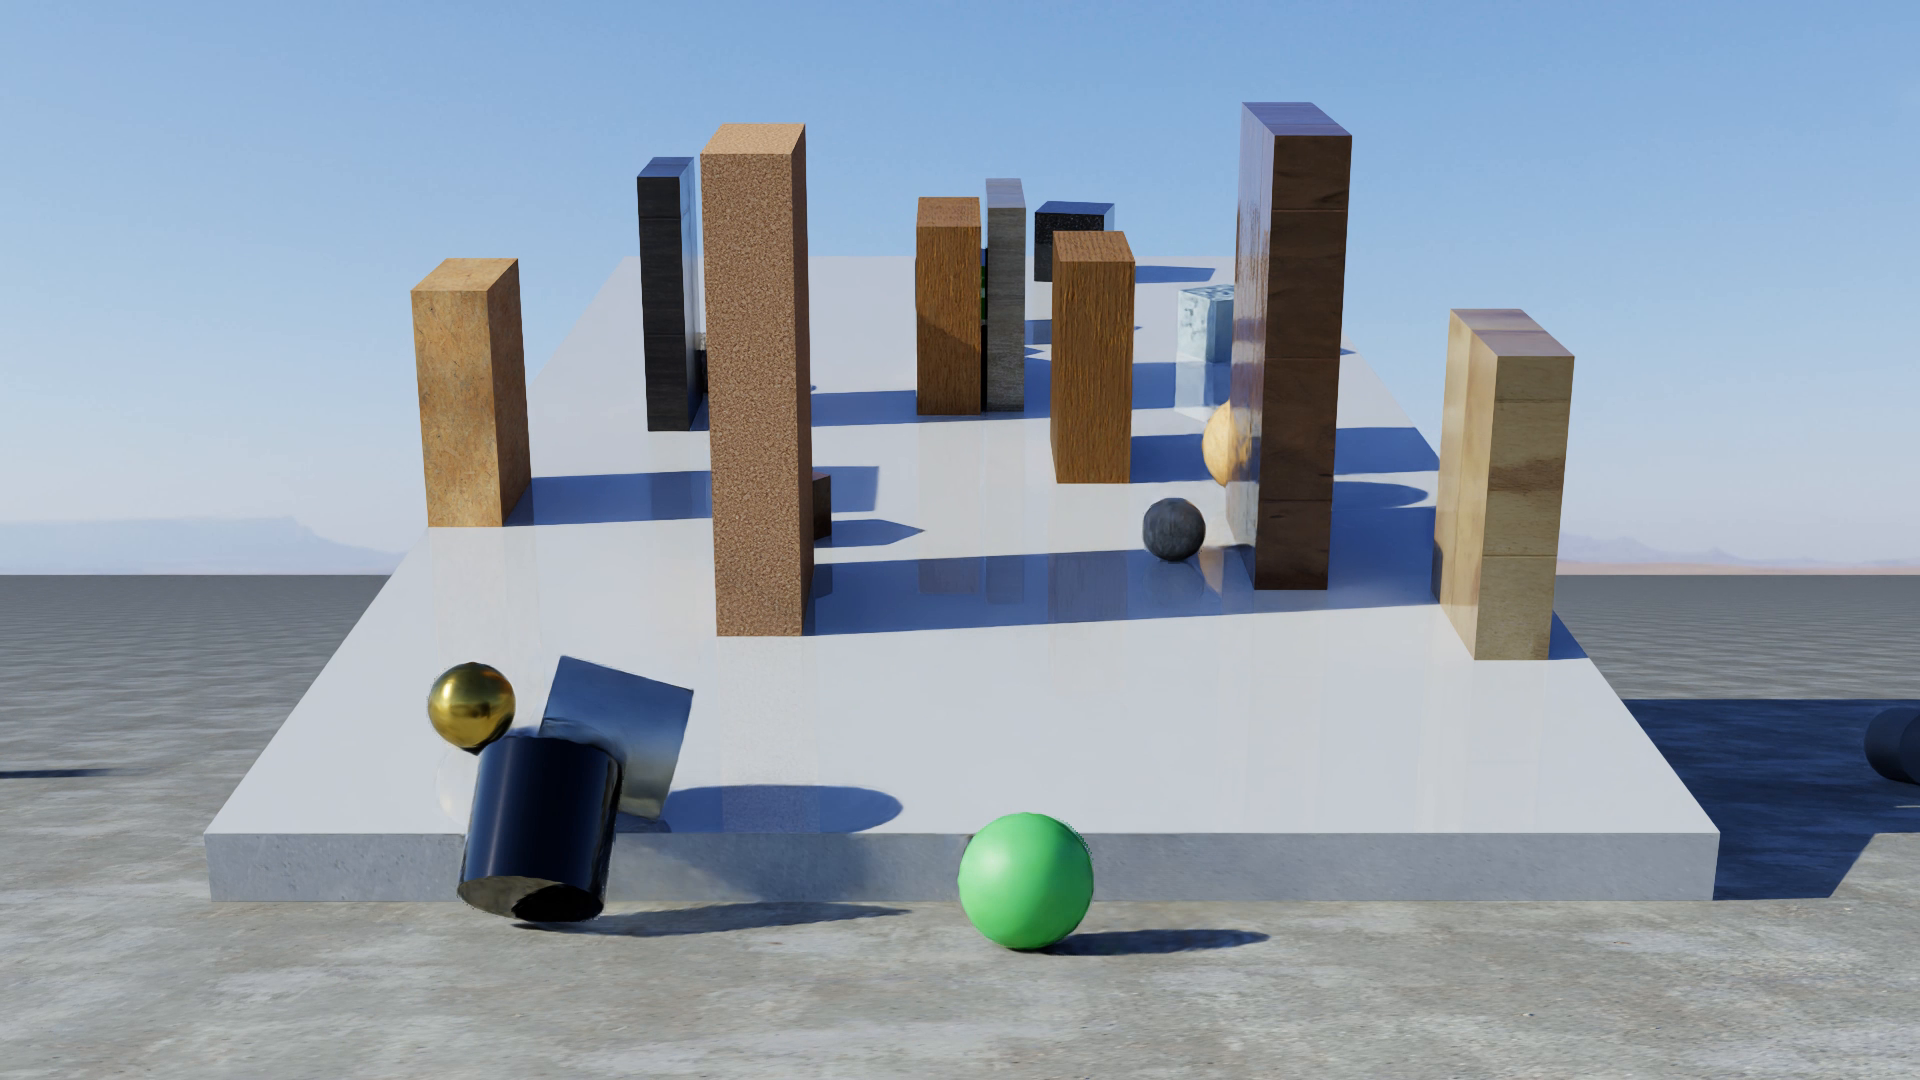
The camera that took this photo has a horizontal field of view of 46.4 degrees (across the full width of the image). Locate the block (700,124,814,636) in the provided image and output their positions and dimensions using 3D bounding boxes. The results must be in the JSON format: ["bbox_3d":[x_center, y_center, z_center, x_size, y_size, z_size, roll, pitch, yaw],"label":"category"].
[{"bbox_3d":[-0.328,-0.269,3.694,0.139,0.784,0.350,0,18,0],"label":"block"}]

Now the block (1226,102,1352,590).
[{"bbox_3d":[0.572,-0.352,3.954,0.126,0.781,0.431,0,18,0],"label":"block"}]

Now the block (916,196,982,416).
[{"bbox_3d":[-0.025,-0.540,5.104,0.141,0.422,0.392,0,18,0],"label":"block"}]

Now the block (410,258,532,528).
[{"bbox_3d":[-0.929,-0.287,4.281,0.138,0.451,0.310,0,18,0],"label":"block"}]

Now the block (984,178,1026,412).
[{"bbox_3d":[0.102,-0.569,5.138,0.083,0.458,0.409,0,18,0],"label":"block"}]

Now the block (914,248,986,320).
[{"bbox_3d":[0.025,-0.626,5.722,0.204,0.204,0.204,10,21,28],"label":"block"}]

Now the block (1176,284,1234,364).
[{"bbox_3d":[0.646,-0.536,5.527,0.154,0.154,0.154,-11,21,-29],"label":"block"}]

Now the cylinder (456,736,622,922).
[{"bbox_3d":[-0.517,0.359,2.765,0.178,0.178,0.178,3,-27,2],"label":"cylinder"}]

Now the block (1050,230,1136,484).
[{"bbox_3d":[0.267,-0.378,4.567,0.146,0.450,0.331,0,18,0],"label":"block"}]

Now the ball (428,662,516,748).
[{"bbox_3d":[-0.699,0.237,3.206,0.124,0.124,0.124,0,-1,0],"label":"ball"}]

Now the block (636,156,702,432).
[{"bbox_3d":[-0.632,-0.541,4.899,0.089,0.551,0.283,0,18,0],"label":"block"}]

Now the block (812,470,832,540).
[{"bbox_3d":[-0.319,-0.062,4.137,0.115,0.115,0.115,14,23,37],"label":"block"}]

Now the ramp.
[{"bbox_3d":[-0.004,-0.187,4.868,2.000,0.100,4.000,0,18,0],"label":"ramp"}]

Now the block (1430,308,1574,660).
[{"bbox_3d":[0.874,-0.097,3.637,0.117,0.495,0.340,0,18,0],"label":"block"}]

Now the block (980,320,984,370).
[{"bbox_3d":[0.009,-0.473,5.410,0.107,0.107,0.107,11,21,30],"label":"block"}]

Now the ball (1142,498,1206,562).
[{"bbox_3d":[0.382,-0.019,4.008,0.115,0.115,0.115,0,-1,0],"label":"ball"}]

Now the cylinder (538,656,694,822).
[{"bbox_3d":[-0.463,0.261,2.946,0.179,0.179,0.179,16,-3,-9],"label":"cylinder"}]

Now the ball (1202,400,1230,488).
[{"bbox_3d":[0.571,-0.183,4.341,0.201,0.201,0.201,0,-1,0],"label":"ball"}]

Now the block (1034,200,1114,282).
[{"bbox_3d":[0.330,-0.857,6.436,0.199,0.199,0.199,4,19,12],"label":"block"}]

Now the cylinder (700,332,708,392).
[{"bbox_3d":[-0.613,-0.410,5.163,0.138,0.138,0.138,0,-1,0],"label":"cylinder"}]

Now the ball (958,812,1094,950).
[{"bbox_3d":[0.077,0.397,2.610,0.159,0.159,0.159,0,-1,0],"label":"ball"}]
